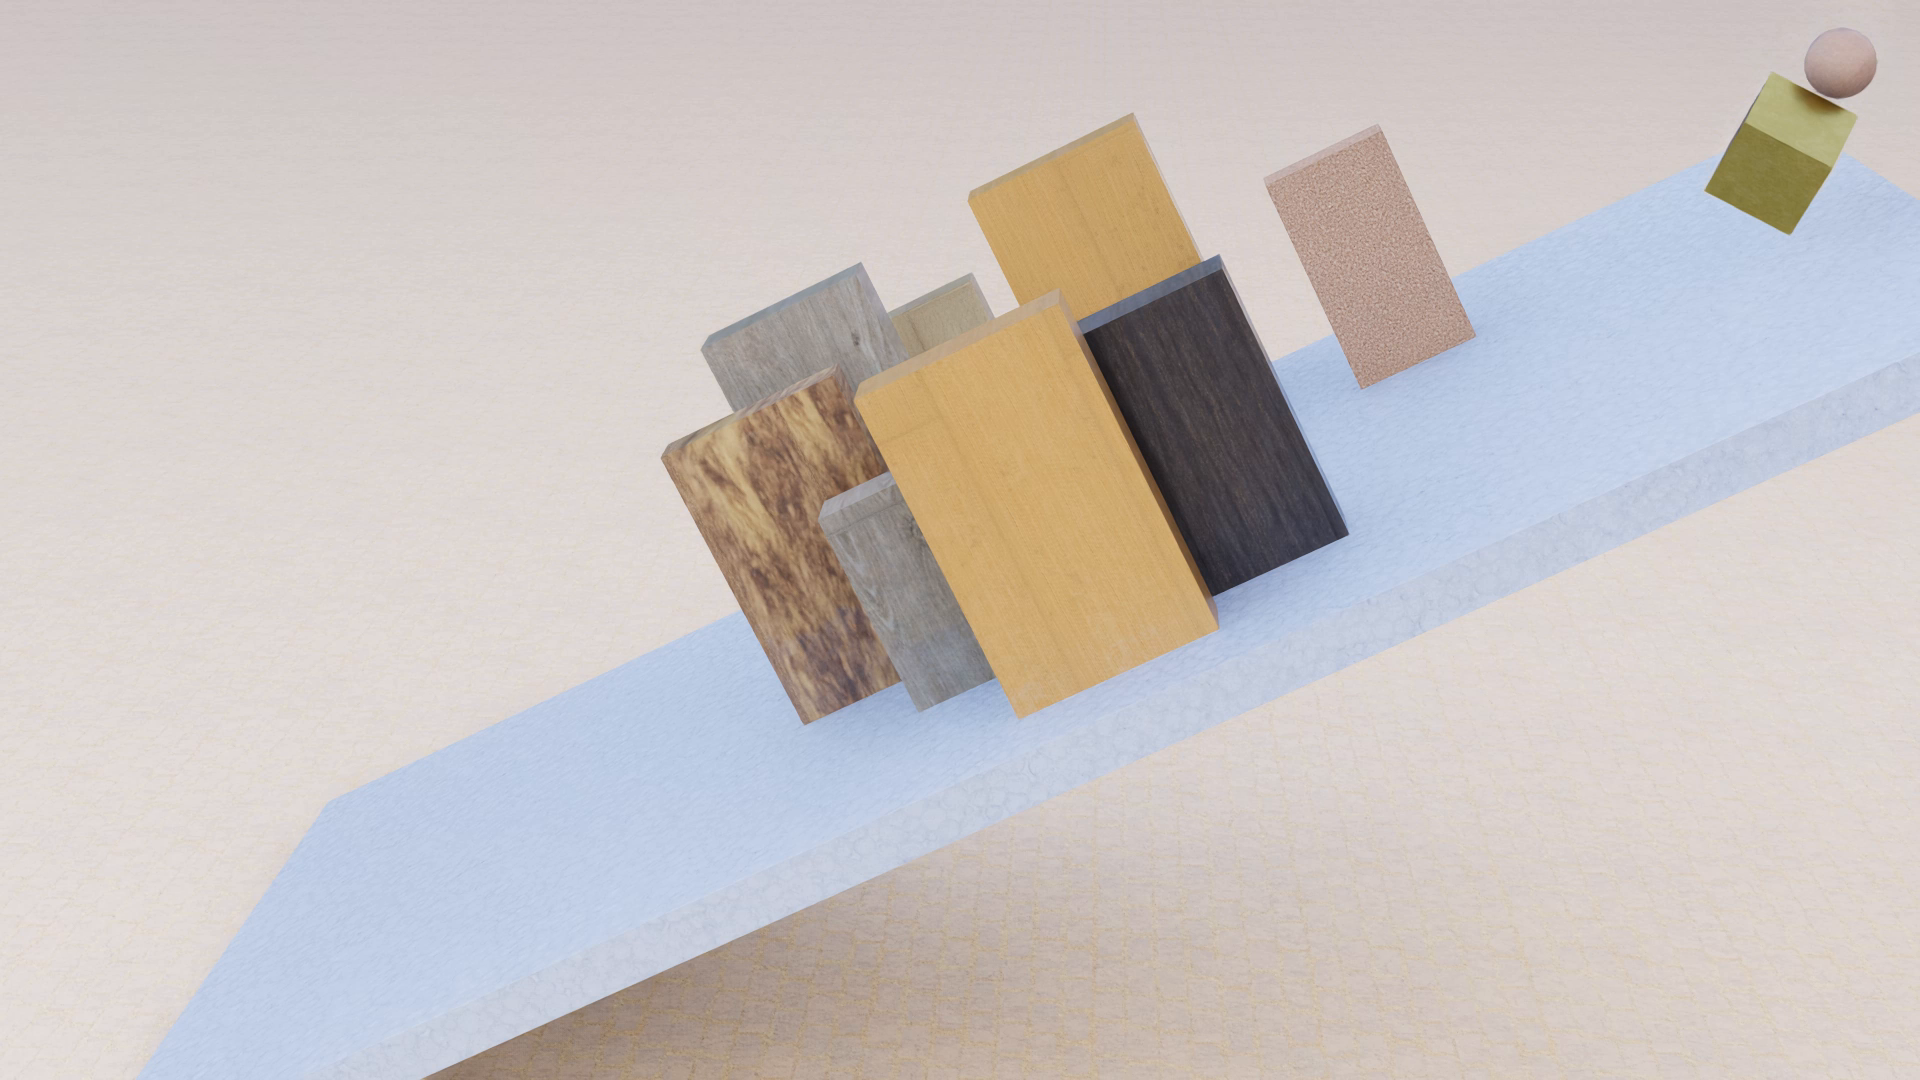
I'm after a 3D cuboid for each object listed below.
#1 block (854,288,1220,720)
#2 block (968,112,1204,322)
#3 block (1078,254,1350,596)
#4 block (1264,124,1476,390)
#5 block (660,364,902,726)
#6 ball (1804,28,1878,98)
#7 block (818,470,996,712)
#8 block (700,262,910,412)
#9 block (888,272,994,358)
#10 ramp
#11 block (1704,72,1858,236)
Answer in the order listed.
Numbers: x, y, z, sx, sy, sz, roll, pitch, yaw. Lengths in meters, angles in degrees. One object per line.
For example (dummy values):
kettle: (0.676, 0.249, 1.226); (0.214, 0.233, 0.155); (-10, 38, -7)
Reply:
block: (0.146, -0.064, 5.448); (0.413, 0.681, 0.141); (-25, 14, 10)
block: (0.368, -0.570, 6.831); (0.421, 0.718, 0.133); (-25, 14, 10)
block: (0.426, -0.189, 5.616); (0.425, 0.570, 0.145); (-25, 14, 10)
block: (0.900, -0.622, 6.463); (0.276, 0.504, 0.105); (-25, 14, 10)
block: (-0.287, 0.012, 6.081); (0.397, 0.641, 0.111); (-25, 14, 10)
ball: (1.778, -0.962, 5.938); (0.142, 0.142, 0.142); (0, 16, 0)
block: (-0.057, 0.078, 5.827); (0.267, 0.440, 0.137); (-25, 14, 10)
block: (-0.204, -0.159, 6.275); (0.366, 0.773, 0.138); (-25, 14, 10)
block: (0.010, -0.287, 6.776); (0.319, 0.571, 0.102); (-25, 14, 10)
ramp: (0.138, 0.168, 6.281); (4.000, 0.100, 2.000); (-25, 14, 10)
block: (1.649, -0.776, 5.909); (0.192, 0.192, 0.192); (29, 50, 8)
